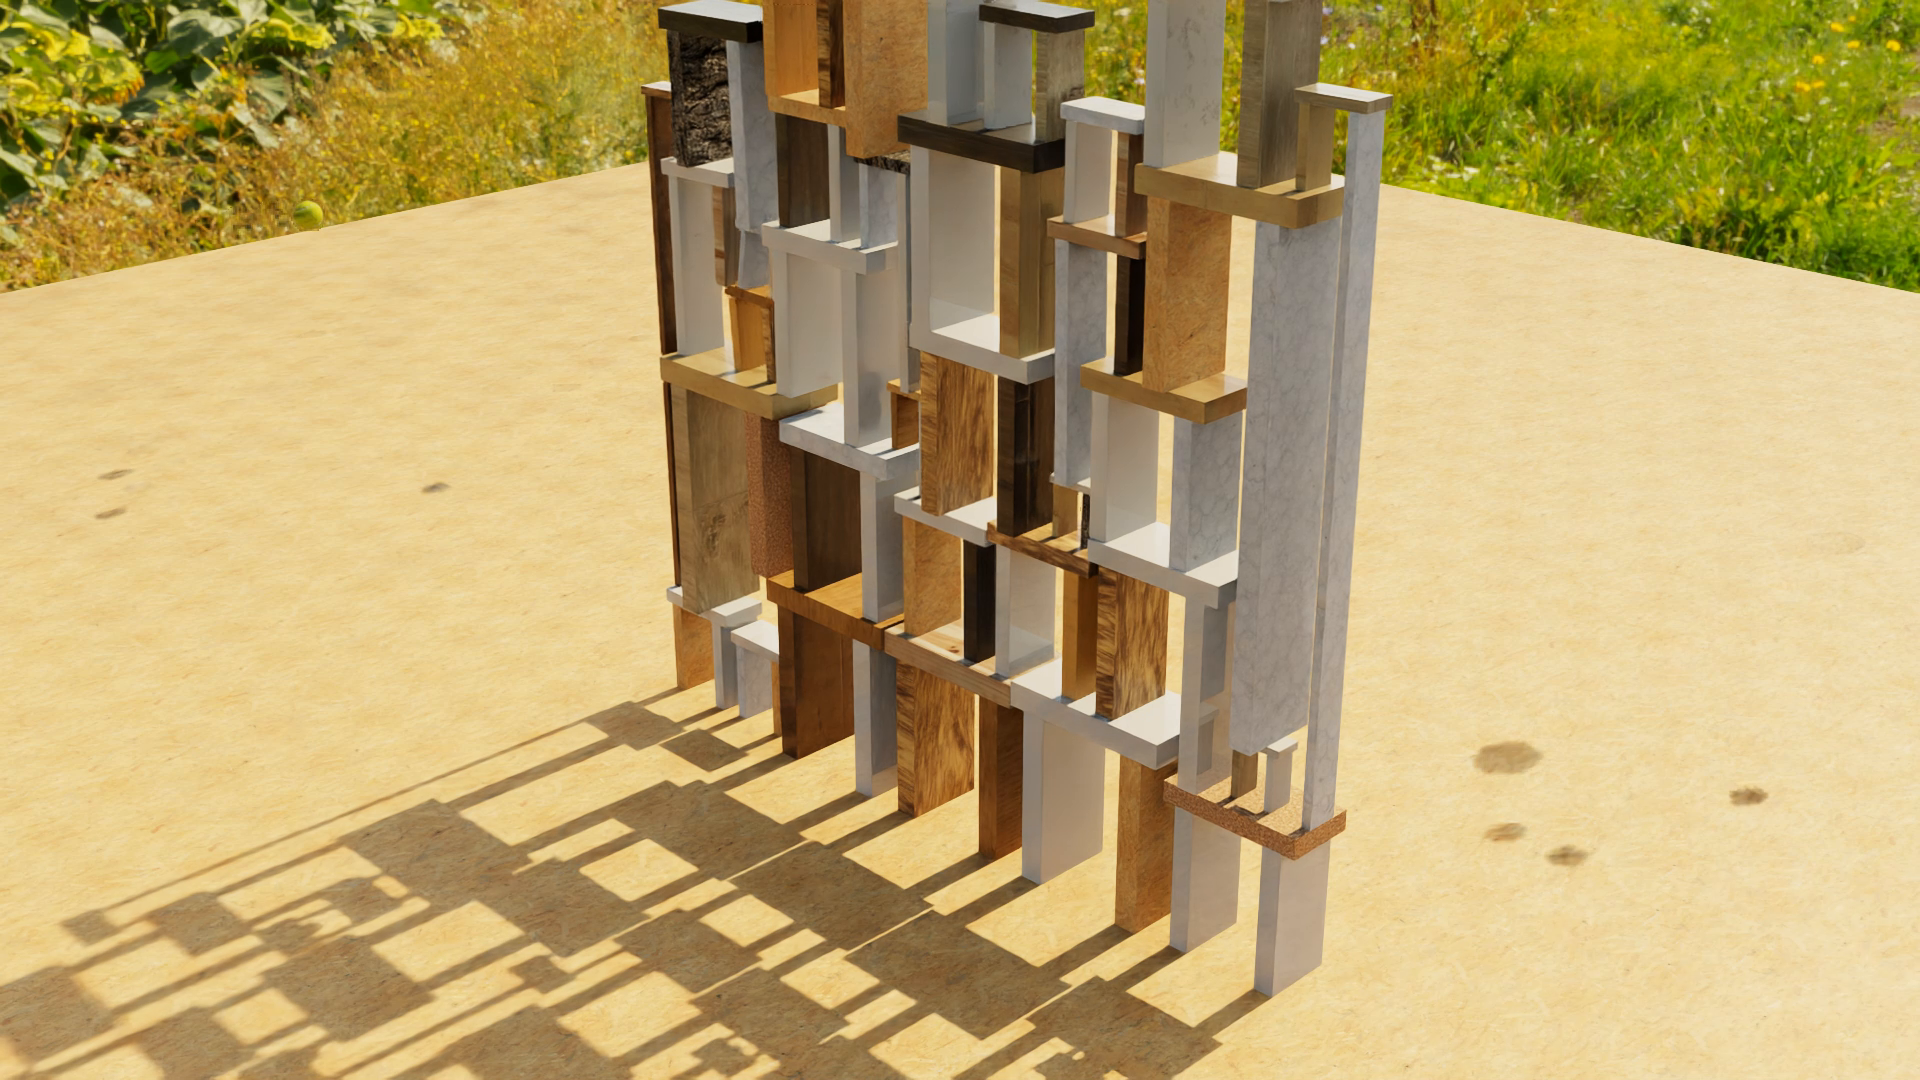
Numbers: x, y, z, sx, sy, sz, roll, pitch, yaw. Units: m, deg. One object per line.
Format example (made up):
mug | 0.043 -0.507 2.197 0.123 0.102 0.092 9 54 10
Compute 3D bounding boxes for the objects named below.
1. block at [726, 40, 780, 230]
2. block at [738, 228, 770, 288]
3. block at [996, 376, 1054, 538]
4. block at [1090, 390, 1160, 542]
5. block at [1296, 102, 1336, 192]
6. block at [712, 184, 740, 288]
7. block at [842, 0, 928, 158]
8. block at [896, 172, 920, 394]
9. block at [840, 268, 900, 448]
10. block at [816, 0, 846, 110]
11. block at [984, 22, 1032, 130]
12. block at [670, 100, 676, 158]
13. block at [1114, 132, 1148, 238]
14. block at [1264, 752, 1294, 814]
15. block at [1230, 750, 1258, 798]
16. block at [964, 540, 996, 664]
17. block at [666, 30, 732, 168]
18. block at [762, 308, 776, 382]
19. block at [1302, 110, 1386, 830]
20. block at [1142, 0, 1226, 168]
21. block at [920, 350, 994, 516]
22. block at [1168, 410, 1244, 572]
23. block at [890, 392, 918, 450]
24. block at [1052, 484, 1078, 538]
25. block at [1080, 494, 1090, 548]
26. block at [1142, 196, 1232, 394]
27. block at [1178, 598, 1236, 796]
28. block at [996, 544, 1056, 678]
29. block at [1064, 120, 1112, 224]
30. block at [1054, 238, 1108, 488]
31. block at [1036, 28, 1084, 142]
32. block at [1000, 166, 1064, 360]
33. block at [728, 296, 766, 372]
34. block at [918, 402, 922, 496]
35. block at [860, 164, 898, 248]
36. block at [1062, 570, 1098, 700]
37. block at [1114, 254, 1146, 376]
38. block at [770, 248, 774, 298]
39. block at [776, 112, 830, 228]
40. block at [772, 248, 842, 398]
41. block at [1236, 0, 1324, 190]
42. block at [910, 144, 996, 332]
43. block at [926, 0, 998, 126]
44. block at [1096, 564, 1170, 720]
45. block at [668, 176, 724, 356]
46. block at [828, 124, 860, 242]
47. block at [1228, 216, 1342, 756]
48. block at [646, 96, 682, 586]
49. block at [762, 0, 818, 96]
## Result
block | -0.381 -0.801 4.295 0.038 0.366 0.135 22 33 40
block | -0.414 -0.570 4.428 0.062 0.123 0.017 -13 33 -34
block | 0.135 -0.169 3.995 0.150 0.301 0.043 -21 31 -40
block | 0.289 -0.144 3.853 0.136 0.273 0.039 -22 31 -40
block | 0.545 -0.608 3.376 0.019 0.134 0.067 20 31 40
block | -0.449 -0.625 4.452 0.029 0.207 0.104 23 33 38
block | -0.132 -0.922 3.984 0.169 0.432 0.048 -21 31 -40
block | -0.079 -0.483 4.098 0.022 0.420 0.079 21 31 40
block | -0.158 -0.366 4.248 0.042 0.351 0.149 21 31 41
block | -0.209 -0.921 4.054 0.033 0.231 0.116 21 31 40
block | 0.083 -0.804 3.782 0.091 0.183 0.026 -22 31 -39
block | -0.558 -0.841 4.474 0.017 0.119 0.059 21 32 39
block | 0.296 -0.595 3.640 0.087 0.174 0.025 -21 32 -40
block | 0.550 0.413 3.799 0.015 0.109 0.054 21 31 41
block | 0.499 0.392 3.847 0.015 0.109 0.054 21 31 41
block | 0.063 0.100 4.202 0.124 0.248 0.035 -21 31 -41
block | -0.512 -0.893 4.397 0.038 0.271 0.135 20 32 40
block | -0.360 -0.403 4.453 0.022 0.153 0.076 16 28 42
block | 0.612 -0.081 3.531 0.067 1.226 0.019 -21 31 -41
block | 0.359 -0.750 3.516 0.143 0.286 0.041 -21 31 -40
block | -0.004 -0.217 4.132 0.150 0.319 0.043 -21 31 -40
block | 0.418 -0.094 3.734 0.136 0.273 0.039 -22 31 -40
block | -0.106 -0.236 4.245 0.058 0.115 0.016 -21 31 -40
block | 0.191 -0.060 3.992 0.015 0.103 0.052 21 31 40
block | 0.241 -0.041 3.946 0.052 0.103 0.015 -21 33 -41
block | 0.377 -0.421 3.640 0.162 0.325 0.046 -22 31 -40
block | 0.450 0.252 3.844 0.147 0.368 0.042 -21 31 -41
block | 0.124 0.116 4.140 0.126 0.266 0.036 -21 31 -41
block | 0.216 -0.629 3.717 0.087 0.174 0.025 -20 31 -38
block | 0.212 -0.318 3.854 0.029 0.447 0.103 20 30 40
block | 0.169 -0.770 3.702 0.091 0.183 0.026 -22 32 -39
block | 0.145 -0.500 3.853 0.168 0.336 0.048 -21 31 -40
block | -0.434 -0.431 4.516 0.022 0.153 0.076 17 30 40
block | -0.052 -0.180 4.210 0.058 0.191 0.016 -21 31 -40
block | -0.150 -0.631 4.113 0.022 0.158 0.079 21 30 40
block | 0.243 0.156 4.028 0.036 0.252 0.126 21 31 41
block | 0.308 -0.391 3.721 0.029 0.207 0.103 21 31 41
block | -0.351 -0.546 4.375 0.017 0.123 0.062 26 36 35
block | -0.300 -0.722 4.246 0.031 0.221 0.111 21 31 40
block | -0.298 -0.445 4.368 0.042 0.299 0.149 21 31 40
block | 0.493 -0.698 3.393 0.041 0.286 0.143 21 31 40
block | -0.012 -0.563 4.000 0.168 0.336 0.048 -21 31 -40
block | 0.020 -0.902 3.814 0.169 0.337 0.048 -21 31 -40
block | 0.311 0.164 3.957 0.147 0.293 0.042 -21 31 -41
block | -0.547 -0.577 4.570 0.029 0.382 0.104 21 31 40
block | -0.195 -0.682 4.151 0.031 0.221 0.111 22 31 40
block | 0.531 -0.086 3.615 0.046 0.922 0.162 21 31 41
block | -0.613 -0.410 4.716 0.059 1.098 0.017 -22 31 -40
block | -0.317 -0.964 4.155 0.116 0.231 0.033 -21 31 -40
